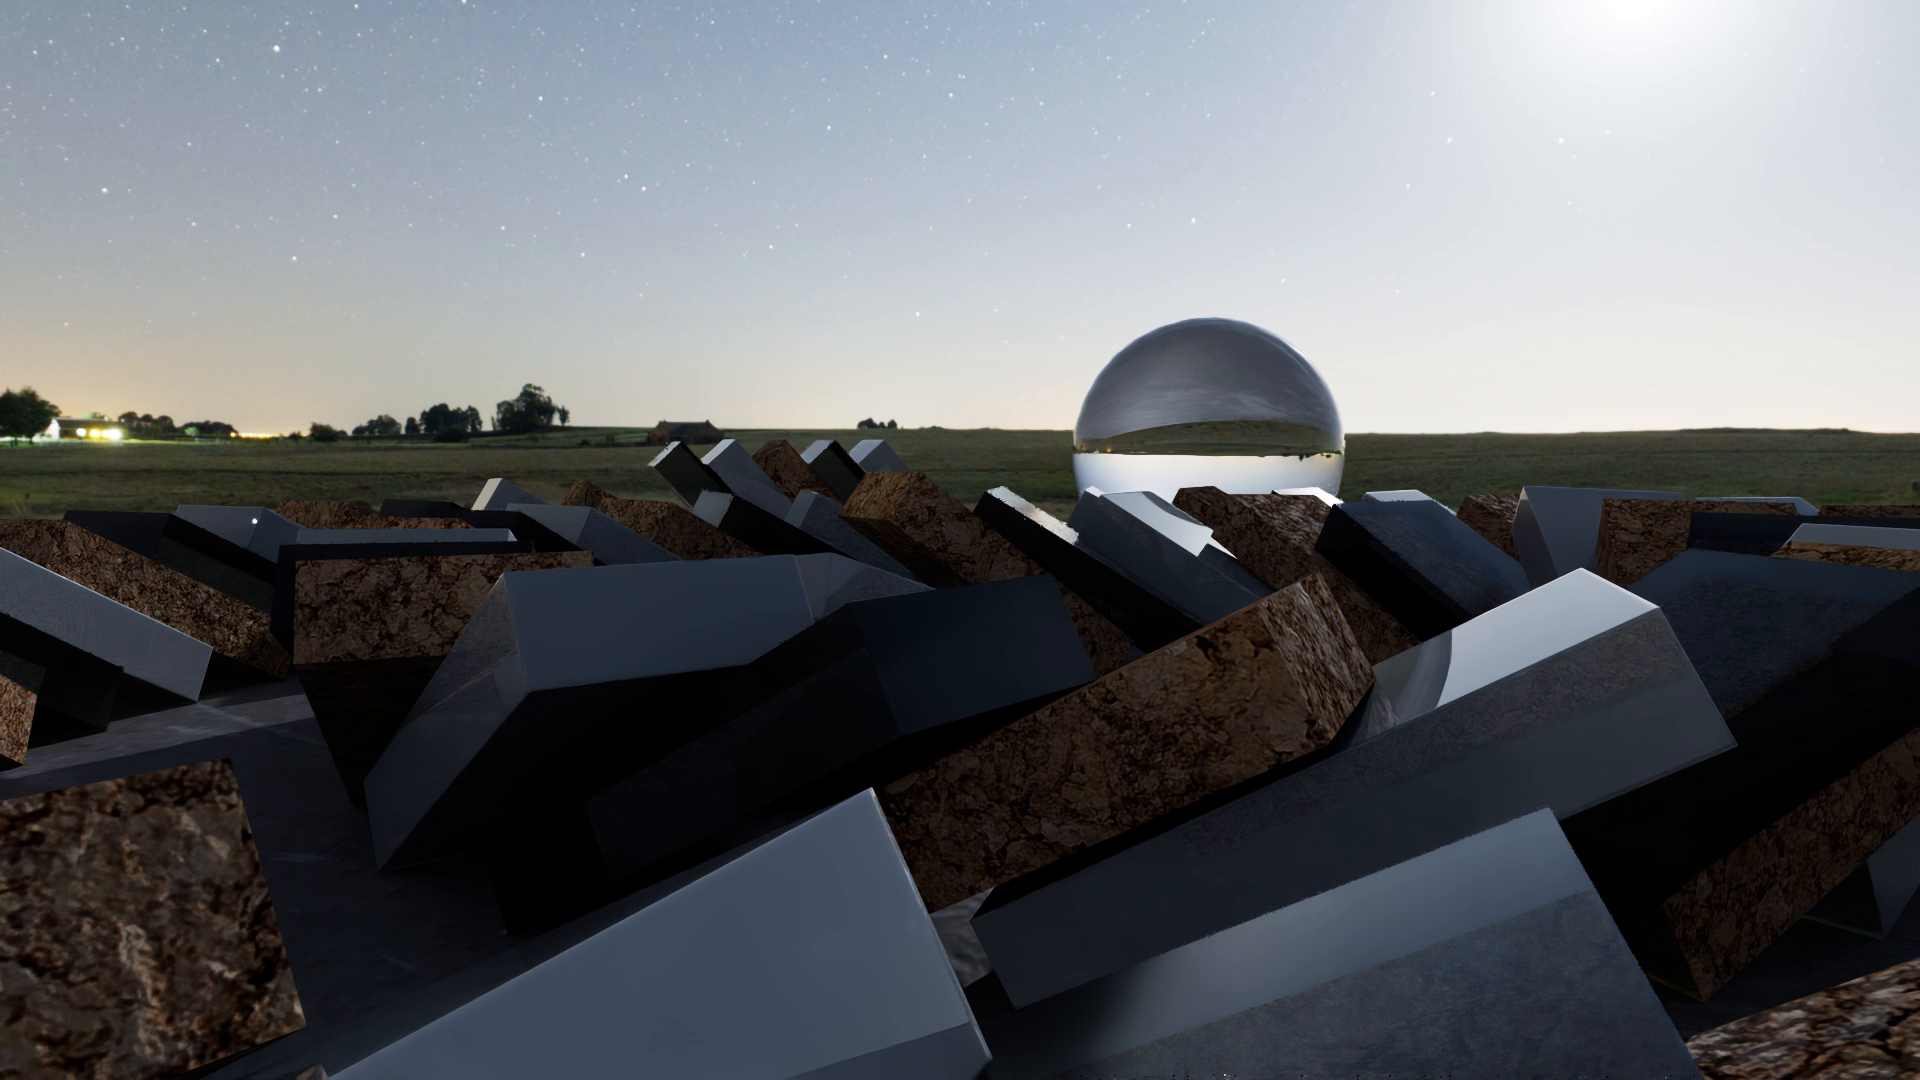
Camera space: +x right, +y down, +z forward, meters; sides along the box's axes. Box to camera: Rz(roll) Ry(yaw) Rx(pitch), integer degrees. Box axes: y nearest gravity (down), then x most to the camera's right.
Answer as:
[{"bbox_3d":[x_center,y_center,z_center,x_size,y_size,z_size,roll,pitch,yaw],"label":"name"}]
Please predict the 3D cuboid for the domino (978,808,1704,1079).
[{"bbox_3d":[-0.004,0.024,0.035,0.050,0.009,0.025,-27,-4,17],"label":"domino"}]

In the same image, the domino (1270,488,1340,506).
[{"bbox_3d":[0.096,0.004,0.296,0.050,0.009,0.025,37,25,32],"label":"domino"}]

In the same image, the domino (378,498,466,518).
[{"bbox_3d":[-0.106,0.005,0.297,0.025,0.009,0.050,3,-20,35],"label":"domino"}]

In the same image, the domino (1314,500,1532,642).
[{"bbox_3d":[0.086,0.010,0.216,0.025,0.009,0.050,-2,33,-28],"label":"domino"}]

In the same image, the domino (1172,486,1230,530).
[{"bbox_3d":[0.075,0.004,0.305,0.050,0.009,0.025,33,19,24],"label":"domino"}]

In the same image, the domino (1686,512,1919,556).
[{"bbox_3d":[0.099,0.015,0.152,0.025,0.010,0.050,3,35,34],"label":"domino"}]

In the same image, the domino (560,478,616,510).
[{"bbox_3d":[-0.078,0.001,0.332,0.050,0.009,0.025,31,-8,-20],"label":"domino"}]

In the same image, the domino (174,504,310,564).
[{"bbox_3d":[-0.128,0.008,0.257,0.025,0.009,0.050,2,-22,27],"label":"domino"}]

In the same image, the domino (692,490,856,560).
[{"bbox_3d":[-0.034,0.005,0.281,0.050,0.009,0.025,30,-9,-25],"label":"domino"}]

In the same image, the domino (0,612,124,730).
[{"bbox_3d":[-0.140,0.014,0.170,0.025,0.009,0.050,0,-23,3],"label":"domino"}]

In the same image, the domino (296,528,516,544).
[{"bbox_3d":[-0.069,0.013,0.177,0.025,0.010,0.050,0,-24,-3],"label":"domino"}]

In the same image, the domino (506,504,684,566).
[{"bbox_3d":[-0.060,0.008,0.244,0.025,0.009,0.050,3,-22,38],"label":"domino"}]

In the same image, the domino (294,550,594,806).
[{"bbox_3d":[-0.053,0.016,0.136,0.025,0.009,0.050,-2,-24,-20],"label":"domino"}]

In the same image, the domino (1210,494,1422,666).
[{"bbox_3d":[0.072,0.008,0.234,0.025,0.009,0.050,-1,33,-37],"label":"domino"}]

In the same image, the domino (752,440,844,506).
[{"bbox_3d":[-0.036,-0.005,0.348,0.009,0.050,0.025,-44,15,-10],"label":"domino"}]

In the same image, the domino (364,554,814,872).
[{"bbox_3d":[-0.036,0.017,0.119,0.025,0.010,0.050,-3,-24,-38],"label":"domino"}]

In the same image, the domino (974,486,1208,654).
[{"bbox_3d":[0.025,0.008,0.240,0.050,0.010,0.025,32,8,6],"label":"domino"}]

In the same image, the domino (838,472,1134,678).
[{"bbox_3d":[0.004,0.007,0.225,0.050,0.009,0.025,38,-13,-21],"label":"domino"}]

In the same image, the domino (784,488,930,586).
[{"bbox_3d":[-0.015,0.005,0.293,0.050,0.009,0.025,28,-4,-16],"label":"domino"}]

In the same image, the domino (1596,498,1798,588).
[{"bbox_3d":[0.103,0.012,0.174,0.025,0.010,0.050,2,36,19],"label":"domino"}]

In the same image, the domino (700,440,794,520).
[{"bbox_3d":[-0.048,-0.005,0.344,0.010,0.050,0.025,-44,15,-10],"label":"domino"}]

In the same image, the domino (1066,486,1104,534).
[{"bbox_3d":[0.050,0.004,0.306,0.050,0.009,0.025,29,8,7],"label":"domino"}]

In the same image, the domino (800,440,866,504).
[{"bbox_3d":[-0.024,-0.005,0.350,0.009,0.050,0.025,-44,15,-10],"label":"domino"}]

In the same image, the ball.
[{"bbox_3d":[0.074,-0.026,0.384,0.080,0.080,0.080,0,4,0],"label":"ball"}]

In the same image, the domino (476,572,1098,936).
[{"bbox_3d":[-0.016,0.018,0.108,0.050,0.009,0.025,-31,-15,34],"label":"domino"}]

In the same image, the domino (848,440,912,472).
[{"bbox_3d":[-0.011,-0.006,0.353,0.009,0.050,0.025,-44,15,-10],"label":"domino"}]

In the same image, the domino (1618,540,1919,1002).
[{"bbox_3d":[0.071,0.018,0.115,0.050,0.009,0.025,-32,14,-15],"label":"domino"}]

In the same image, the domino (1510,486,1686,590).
[{"bbox_3d":[0.103,0.010,0.196,0.025,0.010,0.050,3,37,7],"label":"domino"}]

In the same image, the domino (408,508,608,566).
[{"bbox_3d":[-0.069,0.010,0.223,0.025,0.009,0.050,2,-23,29],"label":"domino"}]

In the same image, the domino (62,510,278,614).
[{"bbox_3d":[-0.135,0.009,0.236,0.025,0.009,0.050,2,-22,21],"label":"domino"}]

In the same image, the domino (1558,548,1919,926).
[{"bbox_3d":[0.051,0.018,0.106,0.050,0.009,0.025,-30,9,-7],"label":"domino"}]

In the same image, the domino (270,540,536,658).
[{"bbox_3d":[-0.062,0.015,0.156,0.025,0.009,0.050,-1,-24,-12],"label":"domino"}]

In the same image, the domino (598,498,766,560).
[{"bbox_3d":[-0.048,0.007,0.262,0.025,0.009,0.050,4,-22,45],"label":"domino"}]

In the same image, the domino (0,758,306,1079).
[{"bbox_3d":[-0.049,0.023,0.047,0.050,0.009,0.025,-31,-14,33],"label":"domino"}]

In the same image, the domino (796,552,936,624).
[{"bbox_3d":[-0.011,0.014,0.202,0.025,0.009,0.050,-5,-19,41],"label":"domino"}]

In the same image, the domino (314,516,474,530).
[{"bbox_3d":[-0.074,0.011,0.201,0.025,0.009,0.050,2,-24,19],"label":"domino"}]

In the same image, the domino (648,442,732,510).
[{"bbox_3d":[-0.061,-0.005,0.340,0.009,0.050,0.025,-45,15,-10],"label":"domino"}]

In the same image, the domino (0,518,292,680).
[{"bbox_3d":[-0.139,0.011,0.214,0.025,0.010,0.050,1,-23,16],"label":"domino"}]

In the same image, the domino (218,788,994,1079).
[{"bbox_3d":[-0.026,0.024,0.040,0.050,0.009,0.025,-28,-7,23],"label":"domino"}]

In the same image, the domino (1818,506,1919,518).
[{"bbox_3d":[0.167,0.011,0.211,0.025,0.009,0.050,0,32,0],"label":"domino"}]

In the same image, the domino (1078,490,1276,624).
[{"bbox_3d":[0.049,0.008,0.242,0.050,0.009,0.025,35,20,23],"label":"domino"}]

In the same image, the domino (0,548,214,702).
[{"bbox_3d":[-0.141,0.012,0.192,0.025,0.009,0.050,0,-23,9],"label":"domino"}]

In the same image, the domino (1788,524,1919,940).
[{"bbox_3d":[0.089,0.016,0.130,0.050,0.010,0.025,-36,22,-26],"label":"domino"}]

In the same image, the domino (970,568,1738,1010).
[{"bbox_3d":[0.027,0.019,0.097,0.050,0.009,0.025,-29,-4,16],"label":"domino"}]

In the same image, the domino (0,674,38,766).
[{"bbox_3d":[-0.133,0.016,0.147,0.025,0.009,0.050,-1,-23,-10],"label":"domino"}]

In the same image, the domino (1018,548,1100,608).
[{"bbox_3d":[0.007,0.004,0.302,0.050,0.009,0.025,27,2,-5],"label":"domino"}]

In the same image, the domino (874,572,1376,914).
[{"bbox_3d":[0.006,0.019,0.101,0.050,0.009,0.025,-30,-8,23],"label":"domino"}]

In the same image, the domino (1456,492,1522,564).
[{"bbox_3d":[0.131,0.007,0.269,0.025,0.010,0.050,-3,33,-36],"label":"domino"}]

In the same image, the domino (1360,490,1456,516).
[{"bbox_3d":[0.114,0.005,0.284,0.025,0.010,0.050,-4,34,-45],"label":"domino"}]

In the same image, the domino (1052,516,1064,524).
[{"bbox_3d":[0.029,0.004,0.305,0.050,0.009,0.025,28,5,1],"label":"domino"}]

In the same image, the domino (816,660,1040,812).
[{"bbox_3d":[-0.002,0.025,0.171,0.025,0.009,0.050,0,4,4],"label":"domino"}]

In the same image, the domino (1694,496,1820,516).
[{"bbox_3d":[0.159,0.009,0.233,0.025,0.009,0.050,-1,33,-14],"label":"domino"}]

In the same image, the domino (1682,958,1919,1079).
[{"bbox_3d":[0.017,0.025,0.031,0.050,0.010,0.025,-27,-2,14],"label":"domino"}]

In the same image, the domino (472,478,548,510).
[{"bbox_3d":[-0.095,0.001,0.320,0.050,0.009,0.025,32,-12,-24],"label":"domino"}]

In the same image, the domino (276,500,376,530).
[{"bbox_3d":[-0.120,0.006,0.278,0.025,0.009,0.050,2,-22,34],"label":"domino"}]
